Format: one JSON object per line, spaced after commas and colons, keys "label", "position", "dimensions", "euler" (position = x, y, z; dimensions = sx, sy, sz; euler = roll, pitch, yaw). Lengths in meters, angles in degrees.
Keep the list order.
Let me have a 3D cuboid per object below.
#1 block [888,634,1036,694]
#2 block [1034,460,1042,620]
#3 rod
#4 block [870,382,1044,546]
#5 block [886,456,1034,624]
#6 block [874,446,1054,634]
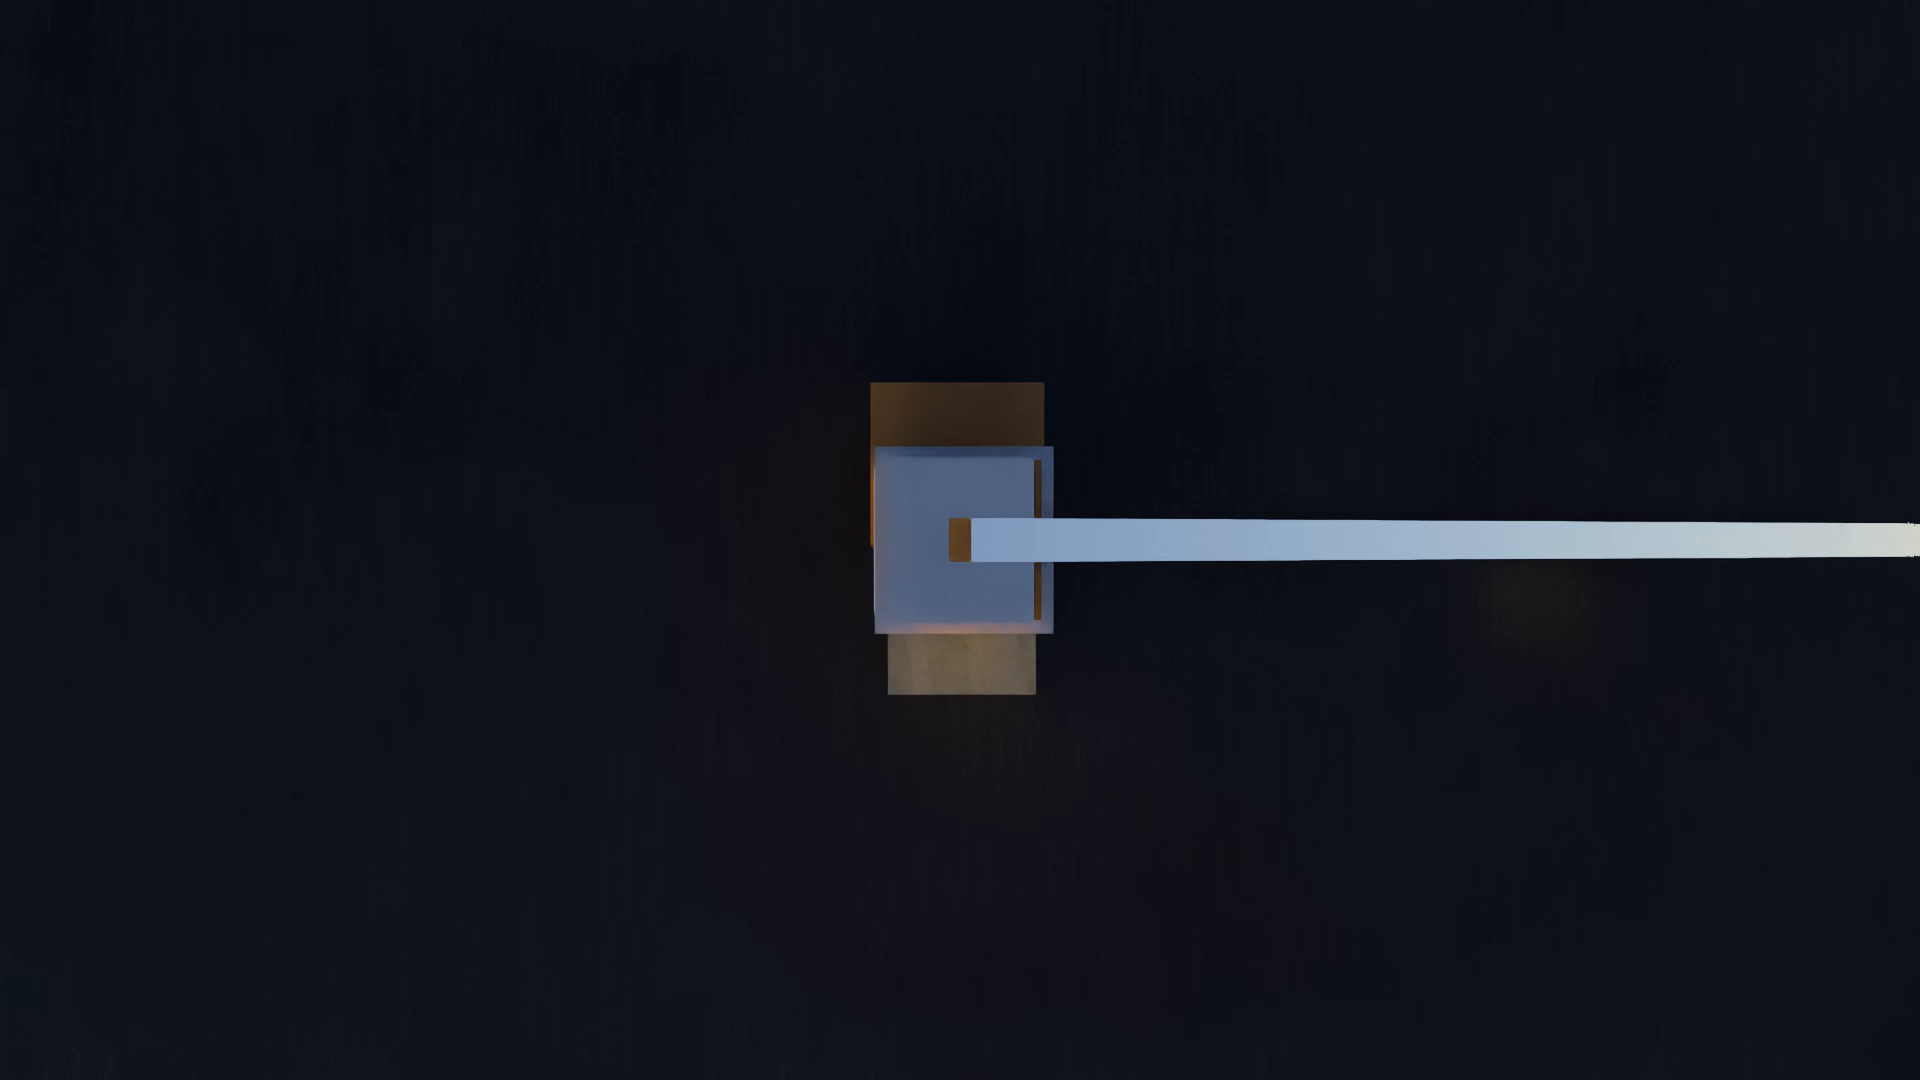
{"label": "block", "position": [0.010, 0.452, 12.624], "dimensions": [0.824, 0.752, 0.819], "euler": [0, 90, 0]}
{"label": "block", "position": [0.020, 0.000, 9.439], "dimensions": [0.634, 0.743, 0.661], "euler": [0, 90, 0]}
{"label": "rod", "position": [2.234, 0.000, 5.328], "dimensions": [5.200, 0.080, 0.080], "euler": [0, 90, -31]}
{"label": "block", "position": [-0.015, -0.415, 12.509], "dimensions": [0.950, 0.981, 0.893], "euler": [0, 90, 0]}
{"label": "block", "position": [0.000, 0.000, 8.242], "dimensions": [0.538, 0.493, 0.606], "euler": [0, 90, 0]}
{"label": "block", "position": [0.019, 0.000, 10.249], "dimensions": [0.797, 0.878, 0.837], "euler": [0, 90, 0]}
